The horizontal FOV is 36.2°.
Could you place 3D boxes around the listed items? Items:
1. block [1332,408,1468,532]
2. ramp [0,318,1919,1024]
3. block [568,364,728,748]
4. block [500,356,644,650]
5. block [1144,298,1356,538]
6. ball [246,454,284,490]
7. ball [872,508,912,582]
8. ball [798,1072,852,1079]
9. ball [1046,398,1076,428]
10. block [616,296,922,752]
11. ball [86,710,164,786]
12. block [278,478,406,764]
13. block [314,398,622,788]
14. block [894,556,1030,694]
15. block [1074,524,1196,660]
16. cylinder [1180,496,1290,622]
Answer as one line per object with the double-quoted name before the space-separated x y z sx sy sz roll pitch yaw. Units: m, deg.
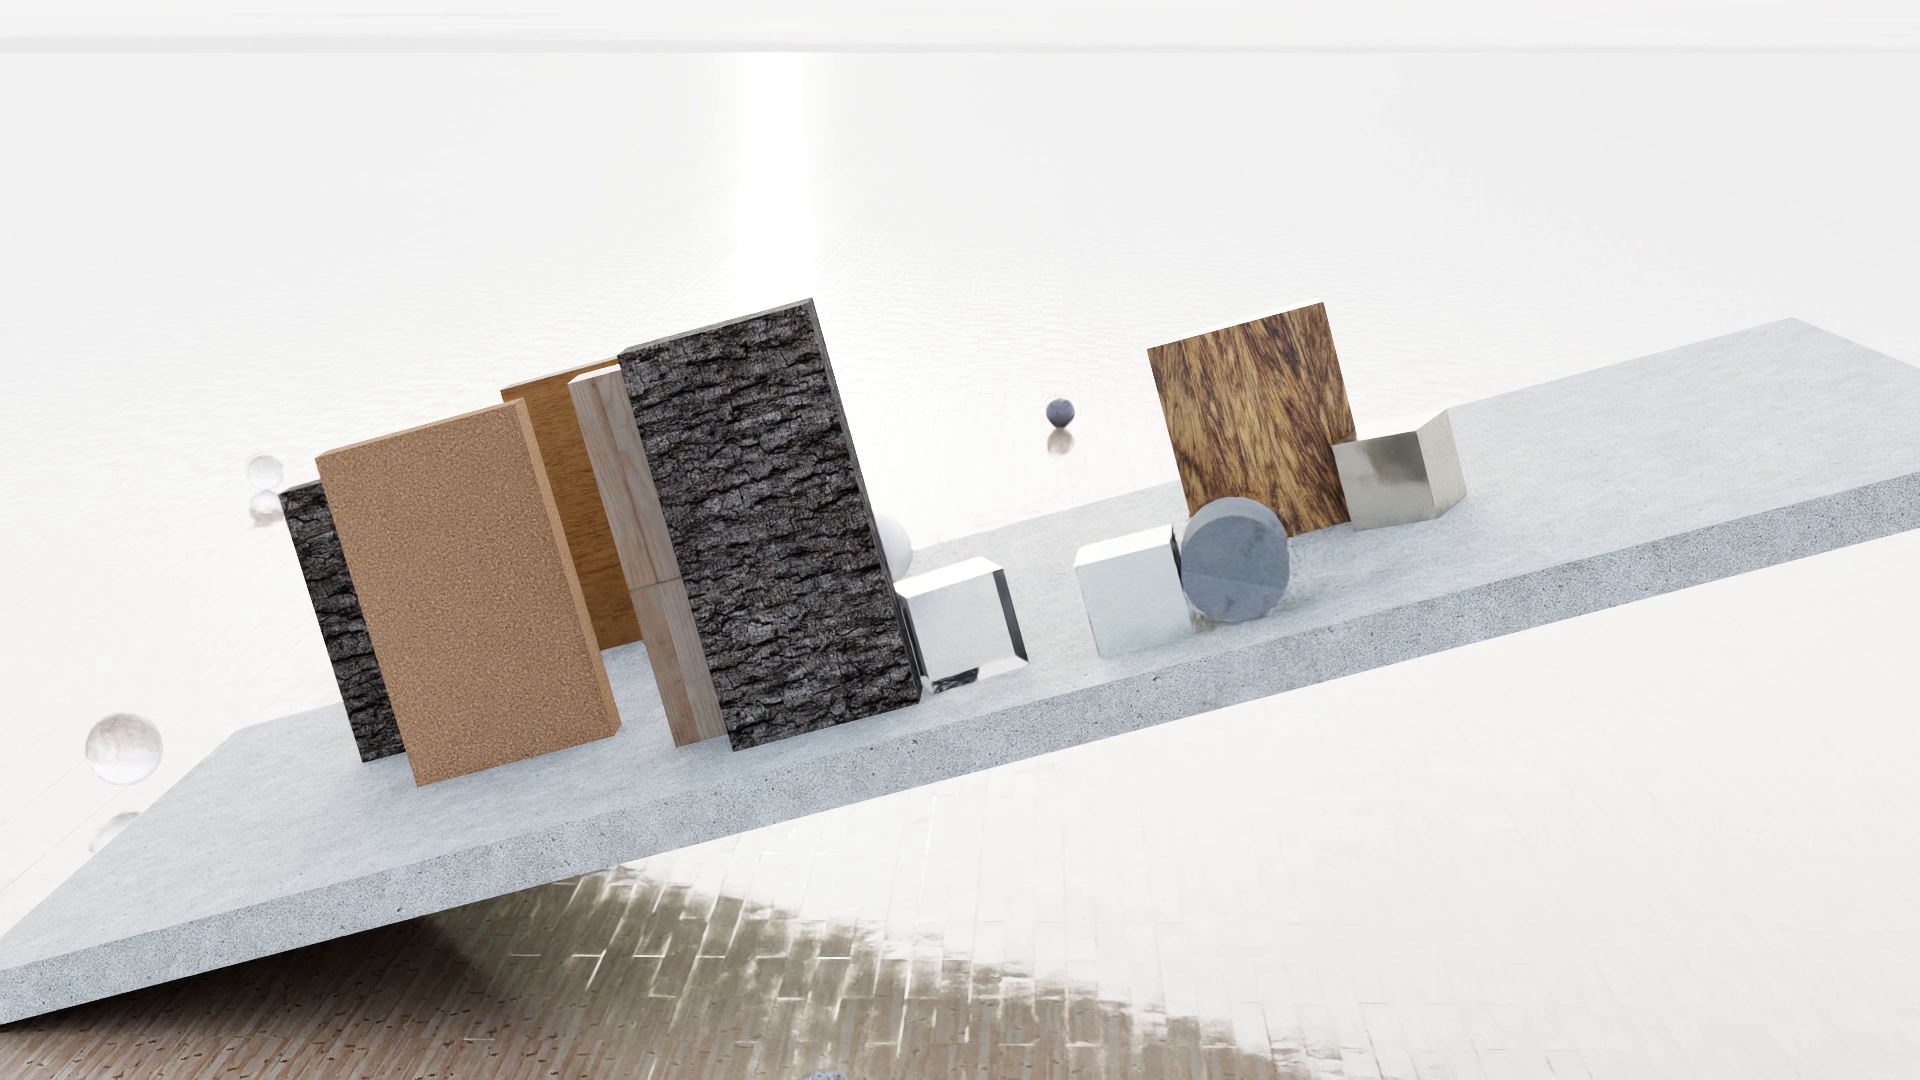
"block" 0.907 -0.144 6.057 0.187 0.187 0.187 -10 11 31
"ramp" 0.081 0.190 6.328 4.000 0.100 2.000 -15 9 4
"block" -0.511 0.003 5.783 0.299 0.746 0.146 -15 9 4
"block" -0.856 -0.086 7.103 0.314 0.672 0.097 -15 9 4
"block" 0.632 -0.234 6.185 0.379 0.462 0.096 -15 9 4
"ball" -2.786 -0.272 11.801 0.147 0.147 0.147 0 10 0
"ball" -0.213 0.028 6.828 0.204 0.204 0.204 0 10 0
"ball" -0.223 0.958 4.847 0.163 0.163 0.163 0 10 0
"ball" 0.464 -0.588 13.601 0.139 0.139 0.139 0 10 0
"block" -0.356 -0.029 5.593 0.368 0.786 0.143 -15 9 4
"ball" -2.025 0.504 7.128 0.183 0.183 0.183 0 10 0
"block" -1.194 0.132 6.513 0.442 0.625 0.108 -15 9 4
"block" -1.011 0.109 6.074 0.427 0.714 0.109 -15 9 4
"block" -0.005 0.164 5.711 0.195 0.195 0.195 -17 9 -10
"block" 0.334 0.097 5.585 0.184 0.184 0.184 -14 9 8
"cylinder" 0.522 0.035 5.581 0.203 0.203 0.203 1 11 5
